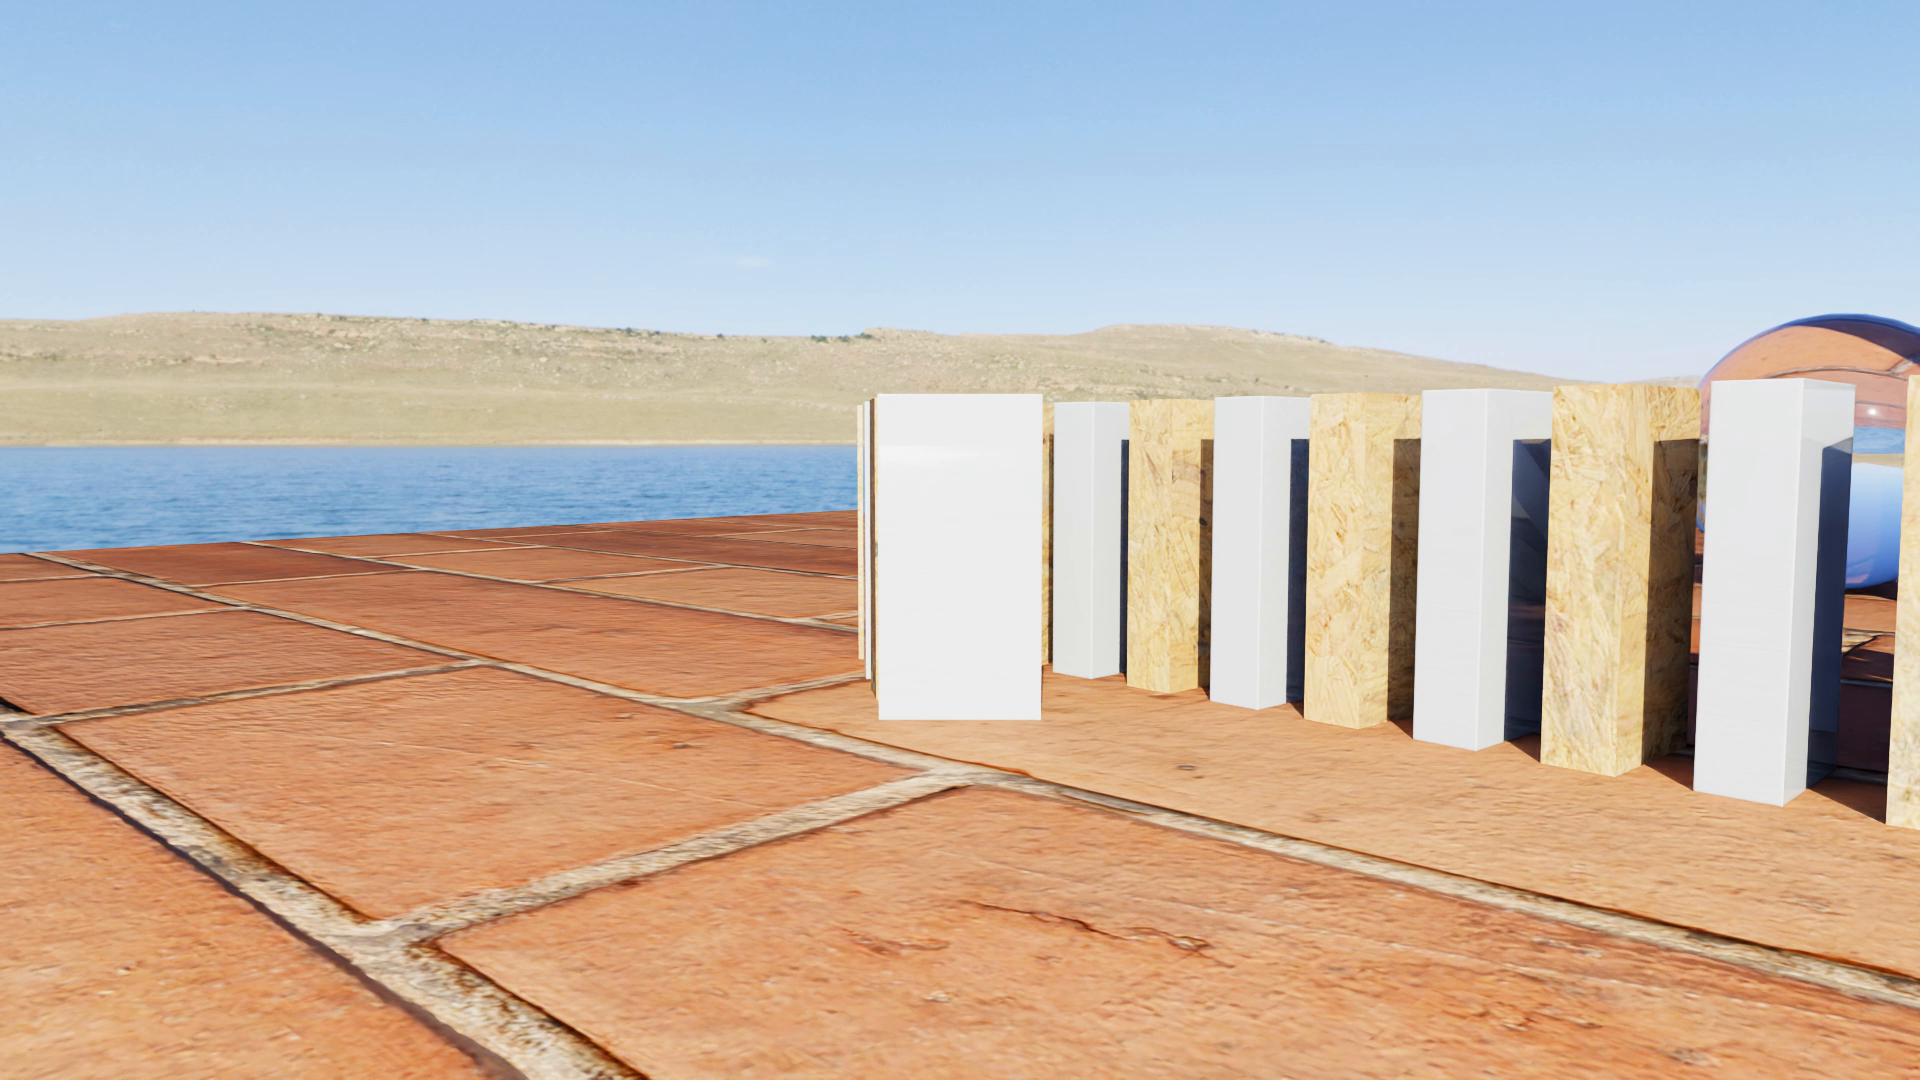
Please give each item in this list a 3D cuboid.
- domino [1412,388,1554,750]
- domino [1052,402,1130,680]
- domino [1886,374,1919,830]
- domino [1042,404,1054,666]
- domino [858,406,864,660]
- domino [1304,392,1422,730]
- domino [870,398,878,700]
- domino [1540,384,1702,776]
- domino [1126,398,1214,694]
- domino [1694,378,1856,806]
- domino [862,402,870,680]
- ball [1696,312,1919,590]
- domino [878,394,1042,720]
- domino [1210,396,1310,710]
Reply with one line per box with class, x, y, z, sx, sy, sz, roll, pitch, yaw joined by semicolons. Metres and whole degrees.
domino;0.078;0.003;0.188;0.025;0.050;0.009;-4;6;-41
domino;0.030;-0.001;0.242;0.025;0.050;0.009;-4;6;-43
domino;0.115;0.006;0.148;0.009;0.050;0.025;3;5;40
domino;0.017;-0.002;0.255;0.010;0.050;0.025;3;5;35
domino;-0.007;-0.001;0.253;0.025;0.050;0.010;1;4;15
domino;0.066;0.002;0.201;0.025;0.050;0.009;-4;6;-41
domino;-0.002;0.001;0.219;0.025;0.050;0.009;-1;4;-9
domino;0.090;0.004;0.174;0.025;0.050;0.009;-4;6;-42
domino;0.042;0.000;0.229;0.025;0.050;0.009;-4;6;-41
domino;0.102;0.005;0.161;0.025;0.050;0.009;-4;6;-44
domino;-0.005;0.000;0.237;0.025;0.050;0.010;-1;4;-7
ball;0.253;-0.025;0.373;0.080;0.080;0.080;0;4;0
domino;0.000;0.002;0.201;0.025;0.050;0.010;0;4;0
domino;0.054;0.001;0.215;0.025;0.050;0.010;-4;6;-41
